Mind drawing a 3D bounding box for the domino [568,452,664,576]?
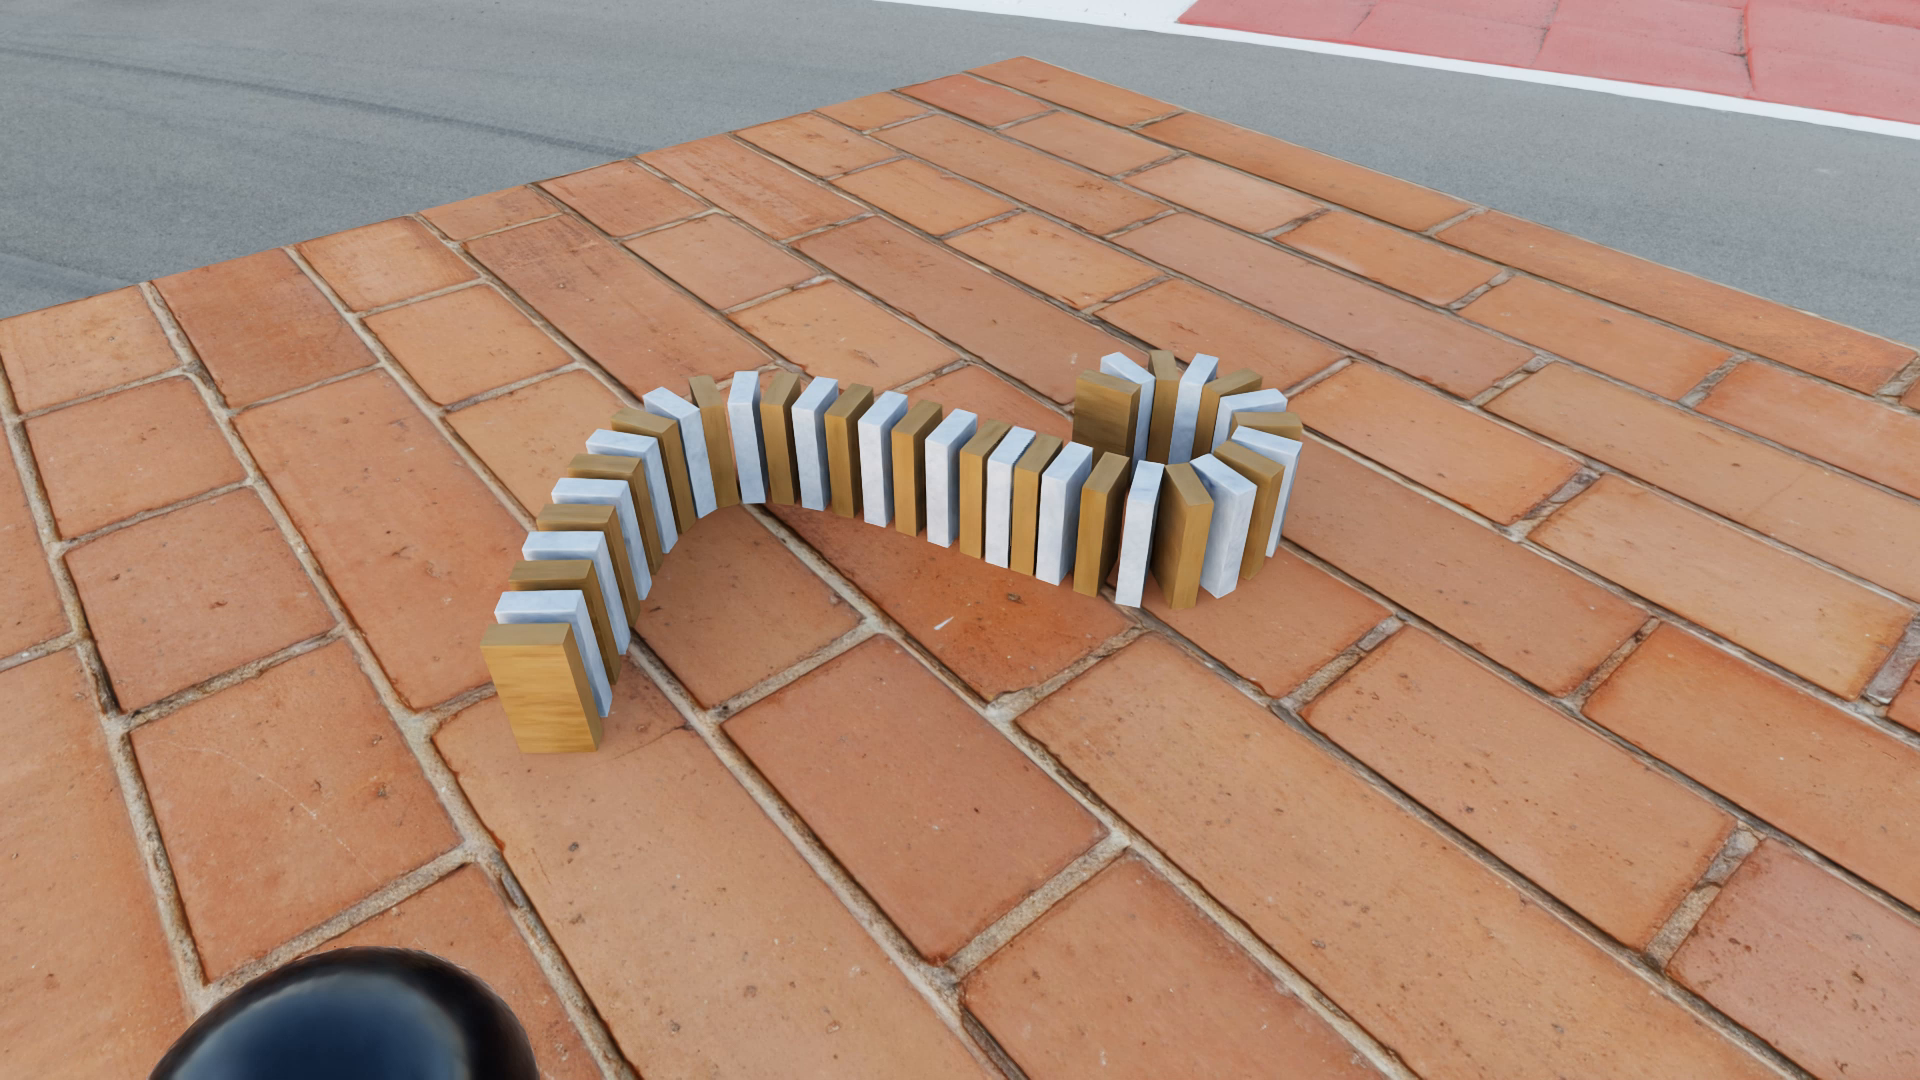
[{"bbox_3d":[-0.132,-0.009,0.423,0.025,0.050,0.010,5,40,6],"label":"domino"}]

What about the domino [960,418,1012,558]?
[{"bbox_3d":[0.010,-0.020,0.436,0.010,0.050,0.025,19,43,22],"label":"domino"}]

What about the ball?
[{"bbox_3d":[-0.130,0.128,0.232,0.080,0.080,0.080,0,39,0],"label":"ball"}]

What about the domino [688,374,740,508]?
[{"bbox_3d":[-0.103,-0.041,0.462,0.009,0.050,0.025,-14,41,-16],"label":"domino"}]

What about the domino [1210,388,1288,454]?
[{"bbox_3d":[0.118,-0.037,0.457,0.025,0.050,0.010,-11,41,-13],"label":"domino"}]

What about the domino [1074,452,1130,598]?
[{"bbox_3d":[0.054,-0.005,0.418,0.010,0.050,0.025,17,42,19],"label":"domino"}]

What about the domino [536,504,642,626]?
[{"bbox_3d":[-0.134,0.010,0.399,0.025,0.050,0.010,2,39,2],"label":"domino"}]

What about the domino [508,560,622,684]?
[{"bbox_3d":[-0.134,0.029,0.376,0.025,0.050,0.009,-1,39,-1],"label":"domino"}]

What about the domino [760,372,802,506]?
[{"bbox_3d":[-0.073,-0.042,0.463,0.009,0.050,0.025,6,40,7],"label":"domino"}]

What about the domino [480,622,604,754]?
[{"bbox_3d":[-0.133,0.048,0.353,0.025,0.050,0.010,-1,39,-1],"label":"domino"}]

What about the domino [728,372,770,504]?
[{"bbox_3d":[-0.088,-0.043,0.464,0.009,0.050,0.025,-1,39,-1],"label":"domino"}]

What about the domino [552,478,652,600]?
[{"bbox_3d":[-0.133,0.000,0.411,0.025,0.050,0.009,3,39,3],"label":"domino"}]

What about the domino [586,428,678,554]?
[{"bbox_3d":[-0.129,-0.019,0.434,0.025,0.050,0.009,9,40,11],"label":"domino"}]

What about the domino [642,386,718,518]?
[{"bbox_3d":[-0.116,-0.036,0.455,0.025,0.050,0.010,30,48,31],"label":"domino"}]

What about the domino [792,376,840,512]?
[{"bbox_3d":[-0.059,-0.040,0.460,0.010,0.050,0.025,12,41,14],"label":"domino"}]

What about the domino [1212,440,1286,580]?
[{"bbox_3d":[0.108,-0.011,0.425,0.025,0.050,0.009,31,49,32],"label":"domino"}]

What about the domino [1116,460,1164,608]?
[{"bbox_3d":[0.067,-0.002,0.414,0.010,0.050,0.025,11,40,13],"label":"domino"}]

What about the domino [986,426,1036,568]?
[{"bbox_3d":[0.020,-0.016,0.431,0.010,0.050,0.025,17,42,19],"label":"domino"}]

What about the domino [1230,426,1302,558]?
[{"bbox_3d":[0.117,-0.019,0.434,0.025,0.050,0.010,19,43,22],"label":"domino"}]

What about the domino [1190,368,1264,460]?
[{"bbox_3d":[0.112,-0.046,0.468,0.025,0.050,0.009,-24,45,-26],"label":"domino"}]

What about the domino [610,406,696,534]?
[{"bbox_3d":[-0.124,-0.028,0.445,0.025,0.050,0.010,17,42,19],"label":"domino"}]

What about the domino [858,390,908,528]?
[{"bbox_3d":[-0.030,-0.033,0.452,0.009,0.050,0.025,15,42,18],"label":"domino"}]

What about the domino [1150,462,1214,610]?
[{"bbox_3d":[0.083,-0.001,0.413,0.009,0.050,0.025,-7,40,-9],"label":"domino"}]

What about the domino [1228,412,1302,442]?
[{"bbox_3d":[0.120,-0.028,0.446,0.025,0.050,0.009,1,39,1],"label":"domino"}]

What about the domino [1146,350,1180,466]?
[{"bbox_3d":[0.086,-0.054,0.478,0.009,0.050,0.025,1,39,1],"label":"domino"}]

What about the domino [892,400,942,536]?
[{"bbox_3d":[-0.017,-0.029,0.447,0.010,0.050,0.025,18,42,20],"label":"domino"}]

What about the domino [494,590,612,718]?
[{"bbox_3d":[-0.134,0.039,0.364,0.025,0.050,0.009,-1,39,-2],"label":"domino"}]

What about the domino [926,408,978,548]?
[{"bbox_3d":[-0.003,-0.025,0.441,0.009,0.050,0.025,19,43,21],"label":"domino"}]

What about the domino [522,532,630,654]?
[{"bbox_3d":[-0.134,0.019,0.388,0.025,0.050,0.009,0,39,0],"label":"domino"}]

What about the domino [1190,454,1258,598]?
[{"bbox_3d":[0.096,-0.005,0.418,0.009,0.050,0.025,-23,45,-25],"label":"domino"}]

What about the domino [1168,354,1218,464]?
[{"bbox_3d":[0.100,-0.052,0.475,0.010,0.050,0.025,17,42,20],"label":"domino"}]

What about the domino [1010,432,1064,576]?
[{"bbox_3d":[0.030,-0.013,0.428,0.010,0.050,0.025,17,42,20],"label":"domino"}]

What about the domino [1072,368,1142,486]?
[{"bbox_3d":[0.061,-0.046,0.467,0.025,0.050,0.010,22,44,25],"label":"domino"}]

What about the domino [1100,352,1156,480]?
[{"bbox_3d":[0.070,-0.053,0.476,0.009,0.050,0.025,-21,44,-23],"label":"domino"}]

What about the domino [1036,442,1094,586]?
[{"bbox_3d":[0.040,-0.010,0.424,0.009,0.050,0.025,19,43,22],"label":"domino"}]

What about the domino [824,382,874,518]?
[{"bbox_3d":[-0.044,-0.037,0.456,0.009,0.050,0.025,14,41,17],"label":"domino"}]
